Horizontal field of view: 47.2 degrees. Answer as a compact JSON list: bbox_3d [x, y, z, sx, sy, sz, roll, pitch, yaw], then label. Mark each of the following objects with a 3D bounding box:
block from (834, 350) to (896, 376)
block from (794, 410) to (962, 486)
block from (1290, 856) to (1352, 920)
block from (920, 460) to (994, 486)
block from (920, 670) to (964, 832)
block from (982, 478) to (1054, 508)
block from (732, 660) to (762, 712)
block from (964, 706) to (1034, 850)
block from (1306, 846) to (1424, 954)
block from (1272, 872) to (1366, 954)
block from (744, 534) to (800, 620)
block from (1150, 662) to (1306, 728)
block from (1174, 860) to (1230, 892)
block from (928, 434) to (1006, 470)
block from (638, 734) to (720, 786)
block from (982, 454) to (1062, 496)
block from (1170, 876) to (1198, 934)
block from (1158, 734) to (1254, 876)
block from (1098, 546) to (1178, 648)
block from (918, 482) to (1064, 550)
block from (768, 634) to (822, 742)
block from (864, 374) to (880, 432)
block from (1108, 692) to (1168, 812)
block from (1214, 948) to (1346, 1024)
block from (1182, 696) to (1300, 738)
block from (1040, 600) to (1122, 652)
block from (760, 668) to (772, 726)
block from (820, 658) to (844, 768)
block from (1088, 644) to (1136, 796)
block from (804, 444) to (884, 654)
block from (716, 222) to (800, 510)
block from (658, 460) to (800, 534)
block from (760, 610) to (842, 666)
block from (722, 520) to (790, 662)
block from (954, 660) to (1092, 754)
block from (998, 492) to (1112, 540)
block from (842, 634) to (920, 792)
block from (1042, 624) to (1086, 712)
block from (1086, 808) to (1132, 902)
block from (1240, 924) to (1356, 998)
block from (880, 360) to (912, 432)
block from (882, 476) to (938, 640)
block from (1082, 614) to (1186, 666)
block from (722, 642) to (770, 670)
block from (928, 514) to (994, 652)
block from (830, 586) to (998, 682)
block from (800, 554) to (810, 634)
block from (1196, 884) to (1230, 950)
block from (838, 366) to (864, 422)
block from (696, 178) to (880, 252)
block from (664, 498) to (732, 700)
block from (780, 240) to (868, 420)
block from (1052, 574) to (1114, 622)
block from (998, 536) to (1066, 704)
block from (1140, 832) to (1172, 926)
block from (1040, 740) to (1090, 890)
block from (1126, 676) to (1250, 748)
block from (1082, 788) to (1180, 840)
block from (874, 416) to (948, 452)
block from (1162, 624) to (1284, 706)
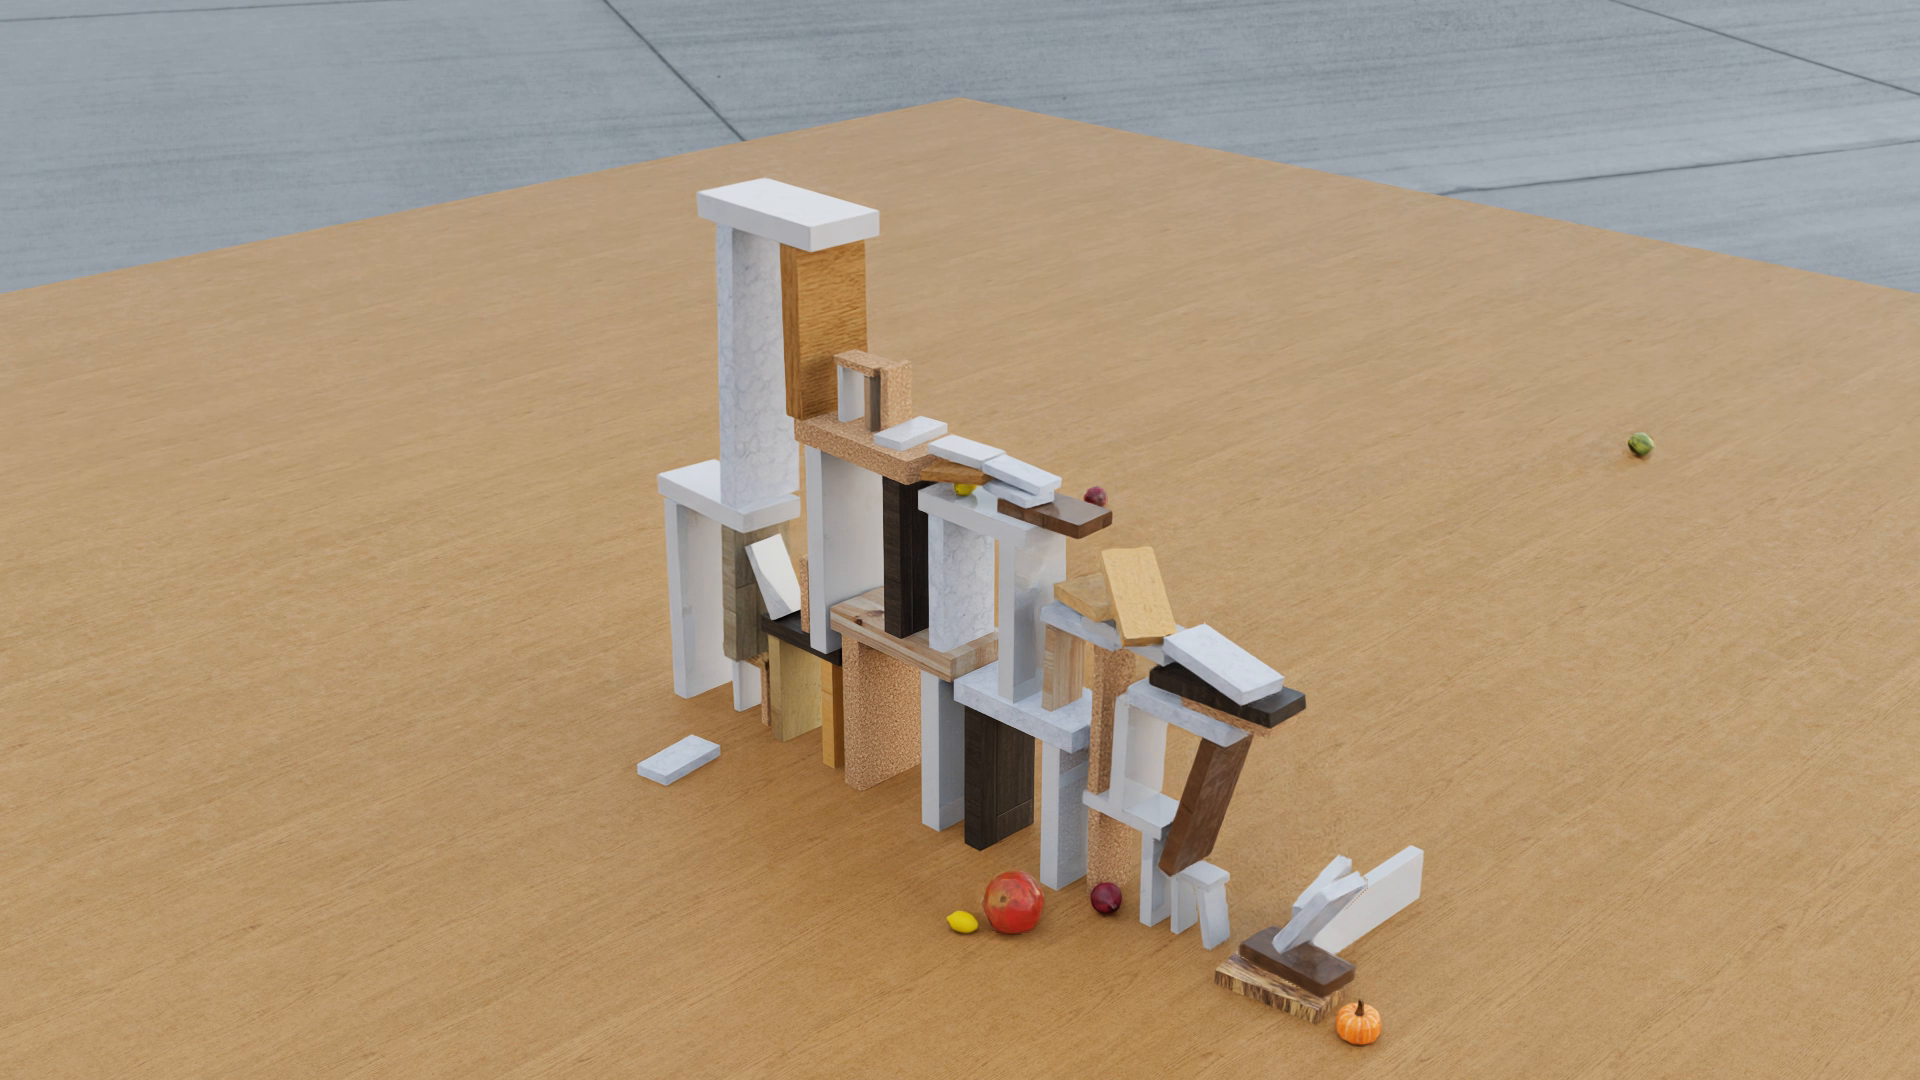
[{"bbox_3d":[-0.186,-0.344,4.273,0.058,0.016,0.116,-21,31,-40],"label":"block"},{"bbox_3d":[-0.154,-0.195,4.300,0.167,0.047,0.334,-20,30,-39],"label":"block"},{"bbox_3d":[0.663,0.673,4.044,0.029,0.102,0.204,14,27,30],"label":"block"},{"bbox_3d":[0.000,-0.125,4.110,0.132,0.019,0.066,6,21,31],"label":"block"},{"bbox_3d":[0.002,0.393,4.393,0.049,0.344,0.172,21,31,41],"label":"block"},{"bbox_3d":[0.107,-0.092,4.058,0.066,0.019,0.132,-16,26,-32],"label":"block"},{"bbox_3d":[-0.468,0.301,4.866,0.020,0.144,0.072,19,30,40],"label":"block"},{"bbox_3d":[0.079,0.443,4.324,0.043,0.307,0.153,21,31,41],"label":"block"},{"bbox_3d":[0.741,0.673,4.044,0.029,0.102,0.338,21,31,40],"label":"block"},{"bbox_3d":[0.622,0.648,3.817,0.093,0.186,0.026,-16,61,-36],"label":"block"},{"bbox_3d":[-0.390,0.078,4.653,0.083,0.166,0.023,-22,4,-42],"label":"block"},{"bbox_3d":[0.463,0.259,3.819,0.099,0.028,0.268,-23,29,-40],"label":"block"},{"bbox_3d":[0.428,0.604,4.015,0.058,0.017,0.117,-21,30,-40],"label":"block"},{"bbox_3d":[0.012,-0.166,4.144,0.137,0.019,0.068,20,30,39],"label":"block"},{"bbox_3d":[-0.592,0.463,4.639,0.083,0.023,0.166,16,28,34],"label":"block"},{"bbox_3d":[0.114,-0.120,4.049,0.132,0.019,0.066,24,30,32],"label":"block"},{"bbox_3d":[0.414,0.662,4.051,0.017,0.117,0.059,19,30,42],"label":"block"},{"bbox_3d":[0.441,0.461,3.937,0.113,0.312,0.032,-21,47,-40],"label":"block"},{"bbox_3d":[0.315,0.100,3.906,0.097,0.027,0.193,-4,54,-13],"label":"block"},{"bbox_3d":[0.069,-0.057,4.122,0.280,0.040,0.140,21,31,41],"label":"block"},{"bbox_3d":[-0.350,0.300,4.736,0.035,0.247,0.124,21,31,41],"label":"block"},{"bbox_3d":[-0.159,-0.272,4.273,0.058,0.116,0.016,-21,31,-40],"label":"block"},{"bbox_3d":[0.328,0.375,4.024,0.113,0.227,0.032,-21,33,-40],"label":"block"},{"bbox_3d":[0.564,0.782,3.880,0.204,0.029,0.102,16,28,34],"label":"block"},{"bbox_3d":[0.487,0.289,3.817,0.093,0.026,0.186,-21,28,-39],"label":"block"},{"bbox_3d":[0.242,0.151,4.025,0.174,0.025,0.087,23,32,38],"label":"block"},{"bbox_3d":[-0.399,0.329,4.802,0.072,0.144,0.020,-20,31,-39],"label":"block"},{"bbox_3d":[-0.233,0.346,4.630,0.035,0.248,0.124,21,31,41],"label":"block"},{"bbox_3d":[0.280,0.319,4.056,0.087,0.305,0.025,-21,32,-40],"label":"block"},{"bbox_3d":[-0.231,-0.001,4.471,0.167,0.444,0.047,-21,31,-40],"label":"block"},{"bbox_3d":[-0.415,-0.374,4.544,0.050,0.610,0.175,22,30,40],"label":"block"},{"bbox_3d":[-0.498,-0.096,4.724,0.153,0.043,0.306,-18,29,-39],"label":"block"},{"bbox_3d":[-0.292,0.193,4.628,0.247,0.035,0.124,21,31,41],"label":"block"},{"bbox_3d":[-0.436,0.095,4.721,0.153,0.306,0.043,-19,30,-41],"label":"block"},{"bbox_3d":[0.151,0.310,4.189,0.307,0.043,0.153,21,31,41],"label":"block"},{"bbox_3d":[0.173,-0.053,4.026,0.194,0.027,0.097,19,30,38],"label":"block"},{"bbox_3d":[-0.160,0.330,4.542,0.049,0.344,0.172,21,31,41],"label":"block"},{"bbox_3d":[0.195,0.227,4.105,0.087,0.174,0.025,-21,34,-41],"label":"block"},{"bbox_3d":[0.283,0.577,4.156,0.027,0.192,0.096,21,31,40],"label":"block"},{"bbox_3d":[0.598,0.745,3.896,0.093,0.026,0.186,-18,28,-40],"label":"block"},{"bbox_3d":[-0.124,-0.272,4.247,0.019,0.137,0.068,19,29,36],"label":"block"},{"bbox_3d":[-0.073,0.011,4.303,0.167,0.334,0.047,-21,31,-40],"label":"block"},{"bbox_3d":[0.325,0.164,3.940,0.099,0.028,0.197,-20,33,-39],"label":"block"},{"bbox_3d":[-0.443,0.243,4.792,0.072,0.020,0.144,-20,30,-41],"label":"block"},{"bbox_3d":[0.004,0.065,4.245,0.040,0.280,0.140,21,31,41],"label":"block"},{"bbox_3d":[-0.079,0.181,4.391,0.344,0.049,0.172,21,31,41],"label":"block"},{"bbox_3d":[-0.294,0.103,4.582,0.023,0.166,0.083,21,31,40],"label":"block"},{"bbox_3d":[0.462,0.680,4.007,0.058,0.117,0.017,-21,19,-41],"label":"block"},{"bbox_3d":[-0.213,-0.294,4.324,0.058,0.116,0.016,-20,30,-40],"label":"block"},{"bbox_3d":[-0.341,-0.643,4.331,0.175,0.050,0.350,-20,31,-40],"label":"block"},{"bbox_3d":[-0.573,0.113,4.893,0.153,0.470,0.043,-21,31,-41],"label":"block"},{"bbox_3d":[-0.266,-0.427,4.338,0.175,0.350,0.050,-21,30,-40],"label":"block"},{"bbox_3d":[0.252,0.104,4.003,0.097,0.027,0.194,-12,16,-18],"label":"block"},{"bbox_3d":[0.135,0.136,4.132,0.040,0.322,0.140,21,31,41],"label":"block"},{"bbox_3d":[0.377,0.612,4.074,0.096,0.192,0.027,-21,30,-40],"label":"block"},{"bbox_3d":[0.223,0.500,4.190,0.043,0.307,0.153,21,31,41],"label":"block"},{"bbox_3d":[0.418,0.294,3.890,0.113,0.032,0.227,-21,32,-40],"label":"block"},{"bbox_3d":[0.331,0.493,4.073,0.096,0.027,0.192,-21,31,-40],"label":"block"},{"bbox_3d":[-0.095,-0.205,4.239,0.068,0.019,0.137,18,29,36],"label":"block"},{"bbox_3d":[0.454,0.214,3.799,0.099,0.028,0.197,-16,36,-36],"label":"block"}]
